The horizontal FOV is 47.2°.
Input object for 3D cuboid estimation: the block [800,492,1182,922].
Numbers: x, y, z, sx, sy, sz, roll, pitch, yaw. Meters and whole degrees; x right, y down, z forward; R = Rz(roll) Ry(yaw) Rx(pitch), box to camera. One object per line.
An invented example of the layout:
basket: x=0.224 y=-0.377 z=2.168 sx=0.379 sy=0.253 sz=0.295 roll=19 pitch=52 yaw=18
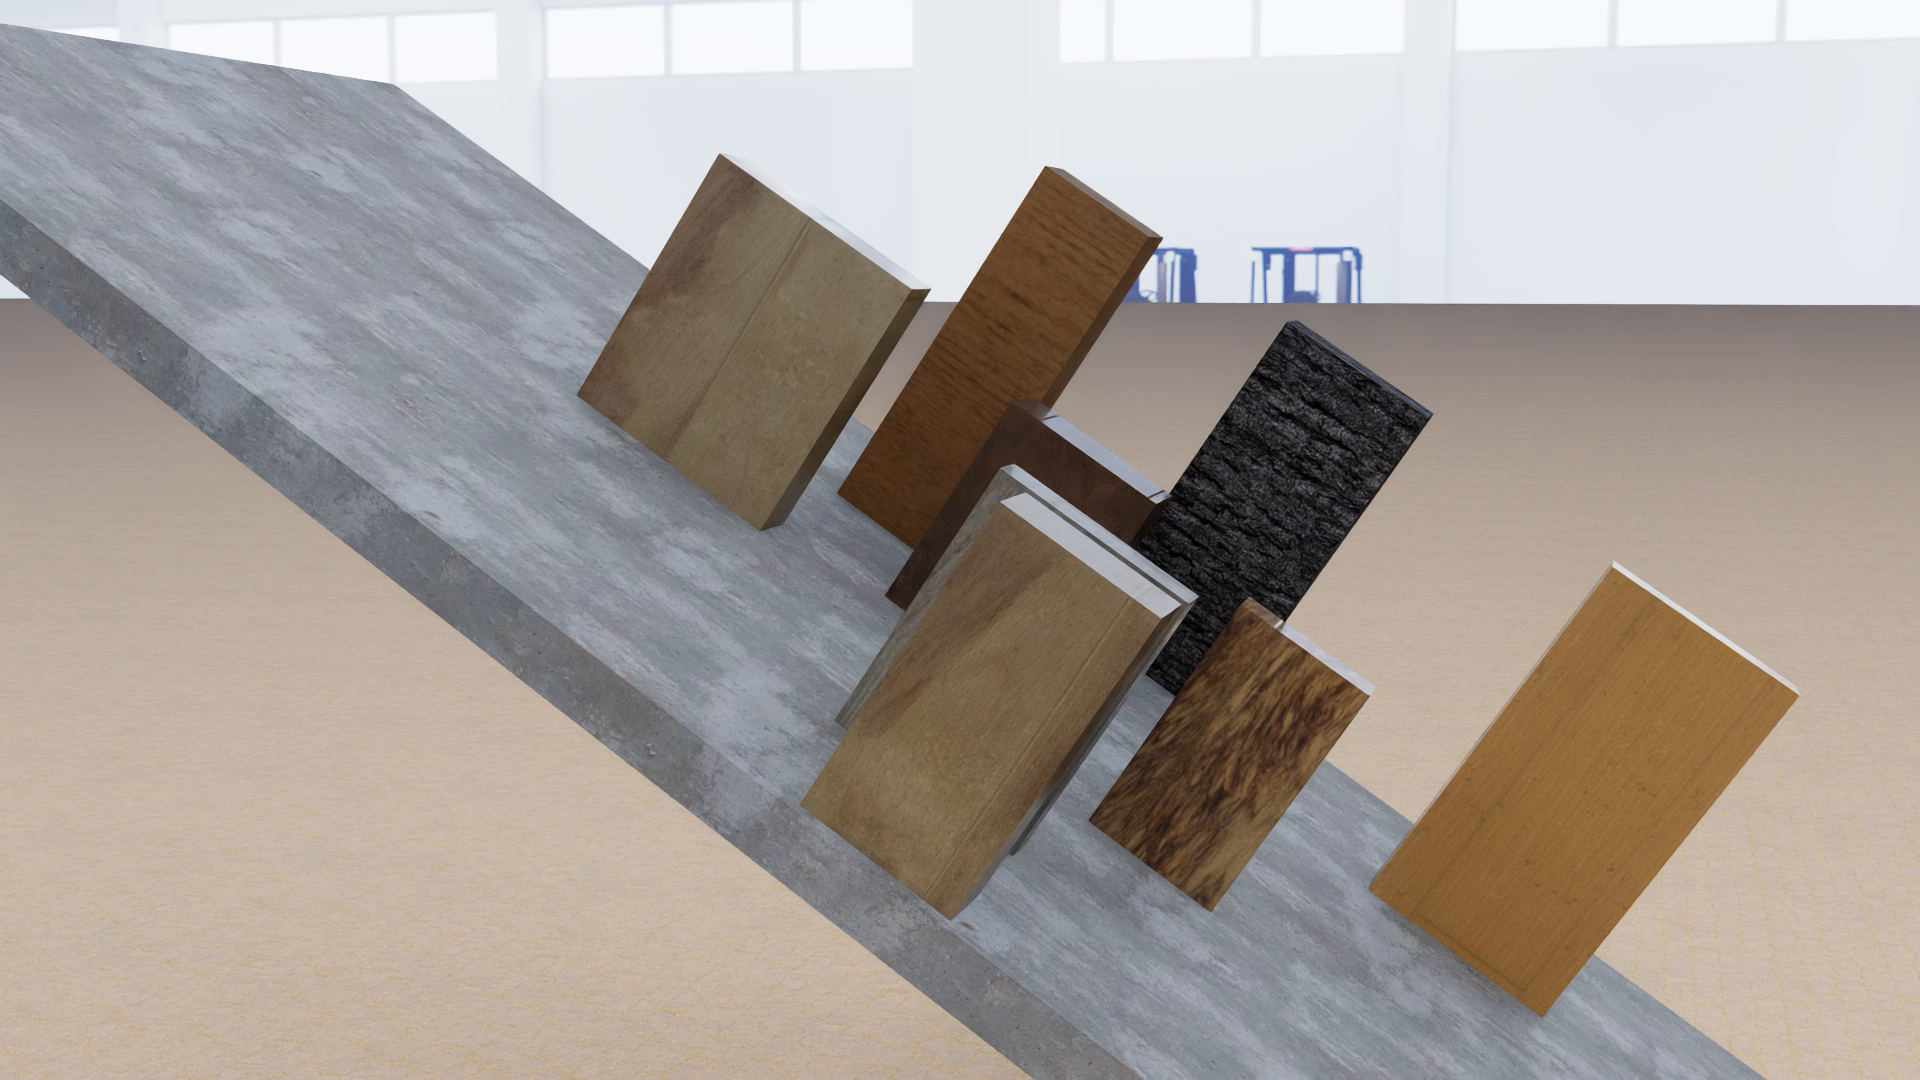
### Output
block: x=0.040 y=0.233 z=3.094 sx=0.271 sy=0.532 sz=0.134 roll=36 pitch=15 yaw=10

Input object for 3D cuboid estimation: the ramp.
ramp: x=-0.116 y=0.198 z=4.094 sx=4.000 sy=0.100 sz=2.000 roll=36 pitch=15 yaw=10

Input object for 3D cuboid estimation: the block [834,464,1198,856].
block: x=0.083 y=0.185 z=3.411 sx=0.352 sy=0.489 sz=0.080 roll=36 pitch=15 yaw=10

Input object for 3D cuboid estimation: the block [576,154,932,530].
block: x=-0.386 y=-0.366 z=4.075 sx=0.441 sy=0.534 sz=0.116 roll=36 pitch=15 yaw=10

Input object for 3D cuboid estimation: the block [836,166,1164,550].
block: x=0.078 y=-0.351 z=4.473 sx=0.252 sy=0.794 sz=0.143 roll=36 pitch=15 yaw=10

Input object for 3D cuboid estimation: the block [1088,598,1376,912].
block: x=0.453 y=0.359 z=3.681 sx=0.255 sy=0.459 sz=0.084 roll=36 pitch=15 yaw=10

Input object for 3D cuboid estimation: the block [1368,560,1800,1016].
block: x=1.172 y=0.475 z=4.172 sx=0.401 sy=0.780 sz=0.095 roll=36 pitch=15 yaw=10

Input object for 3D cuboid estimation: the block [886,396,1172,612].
block: x=0.128 y=0.012 z=4.121 sx=0.326 sy=0.446 sz=0.148 roll=36 pitch=15 yaw=10

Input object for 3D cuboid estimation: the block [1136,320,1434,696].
block: x=0.620 y=-0.040 z=4.638 sx=0.346 sy=0.781 sz=0.147 roll=36 pitch=15 yaw=10
